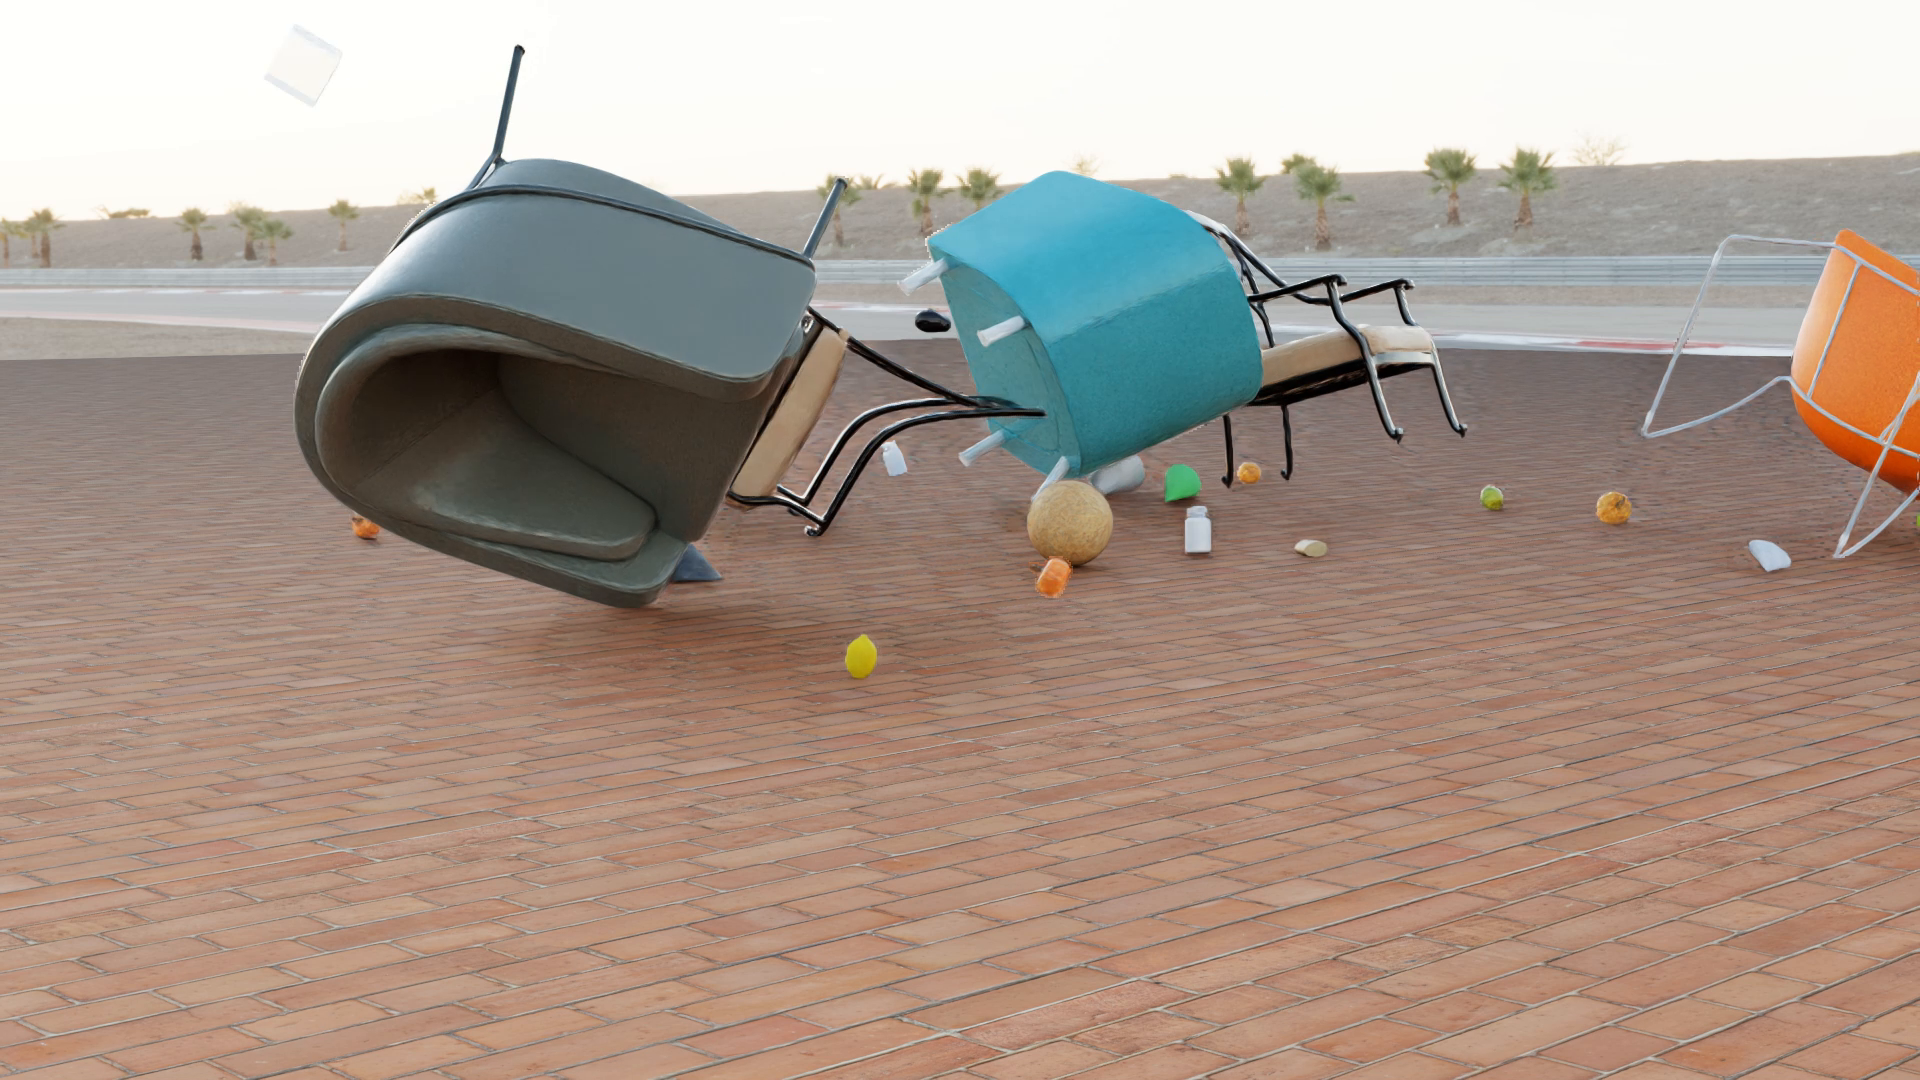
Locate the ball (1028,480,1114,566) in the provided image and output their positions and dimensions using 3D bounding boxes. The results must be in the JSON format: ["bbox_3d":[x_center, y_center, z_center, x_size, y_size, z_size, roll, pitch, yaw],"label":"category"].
[{"bbox_3d":[0.250,-0.038,5.822,0.196,0.196,0.196,0,6,0],"label":"ball"}]

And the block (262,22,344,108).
[{"bbox_3d":[-1.205,-0.872,4.710,0.101,0.097,0.110,30,14,-19],"label":"block"}]

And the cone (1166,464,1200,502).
[{"bbox_3d":[0.632,-0.143,7.558,0.112,0.098,0.181,37,30,4],"label":"cone"}]

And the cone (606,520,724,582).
[{"bbox_3d":[-0.634,0.013,5.563,0.258,0.114,0.164,7,8,-9],"label":"cone"}]

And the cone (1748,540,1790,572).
[{"bbox_3d":[1.810,0.052,5.743,0.107,0.058,0.065,32,42,-6],"label":"cone"}]

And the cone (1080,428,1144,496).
[{"bbox_3d":[0.425,-0.182,7.621,0.158,0.238,0.234,-38,13,33],"label":"cone"}]
